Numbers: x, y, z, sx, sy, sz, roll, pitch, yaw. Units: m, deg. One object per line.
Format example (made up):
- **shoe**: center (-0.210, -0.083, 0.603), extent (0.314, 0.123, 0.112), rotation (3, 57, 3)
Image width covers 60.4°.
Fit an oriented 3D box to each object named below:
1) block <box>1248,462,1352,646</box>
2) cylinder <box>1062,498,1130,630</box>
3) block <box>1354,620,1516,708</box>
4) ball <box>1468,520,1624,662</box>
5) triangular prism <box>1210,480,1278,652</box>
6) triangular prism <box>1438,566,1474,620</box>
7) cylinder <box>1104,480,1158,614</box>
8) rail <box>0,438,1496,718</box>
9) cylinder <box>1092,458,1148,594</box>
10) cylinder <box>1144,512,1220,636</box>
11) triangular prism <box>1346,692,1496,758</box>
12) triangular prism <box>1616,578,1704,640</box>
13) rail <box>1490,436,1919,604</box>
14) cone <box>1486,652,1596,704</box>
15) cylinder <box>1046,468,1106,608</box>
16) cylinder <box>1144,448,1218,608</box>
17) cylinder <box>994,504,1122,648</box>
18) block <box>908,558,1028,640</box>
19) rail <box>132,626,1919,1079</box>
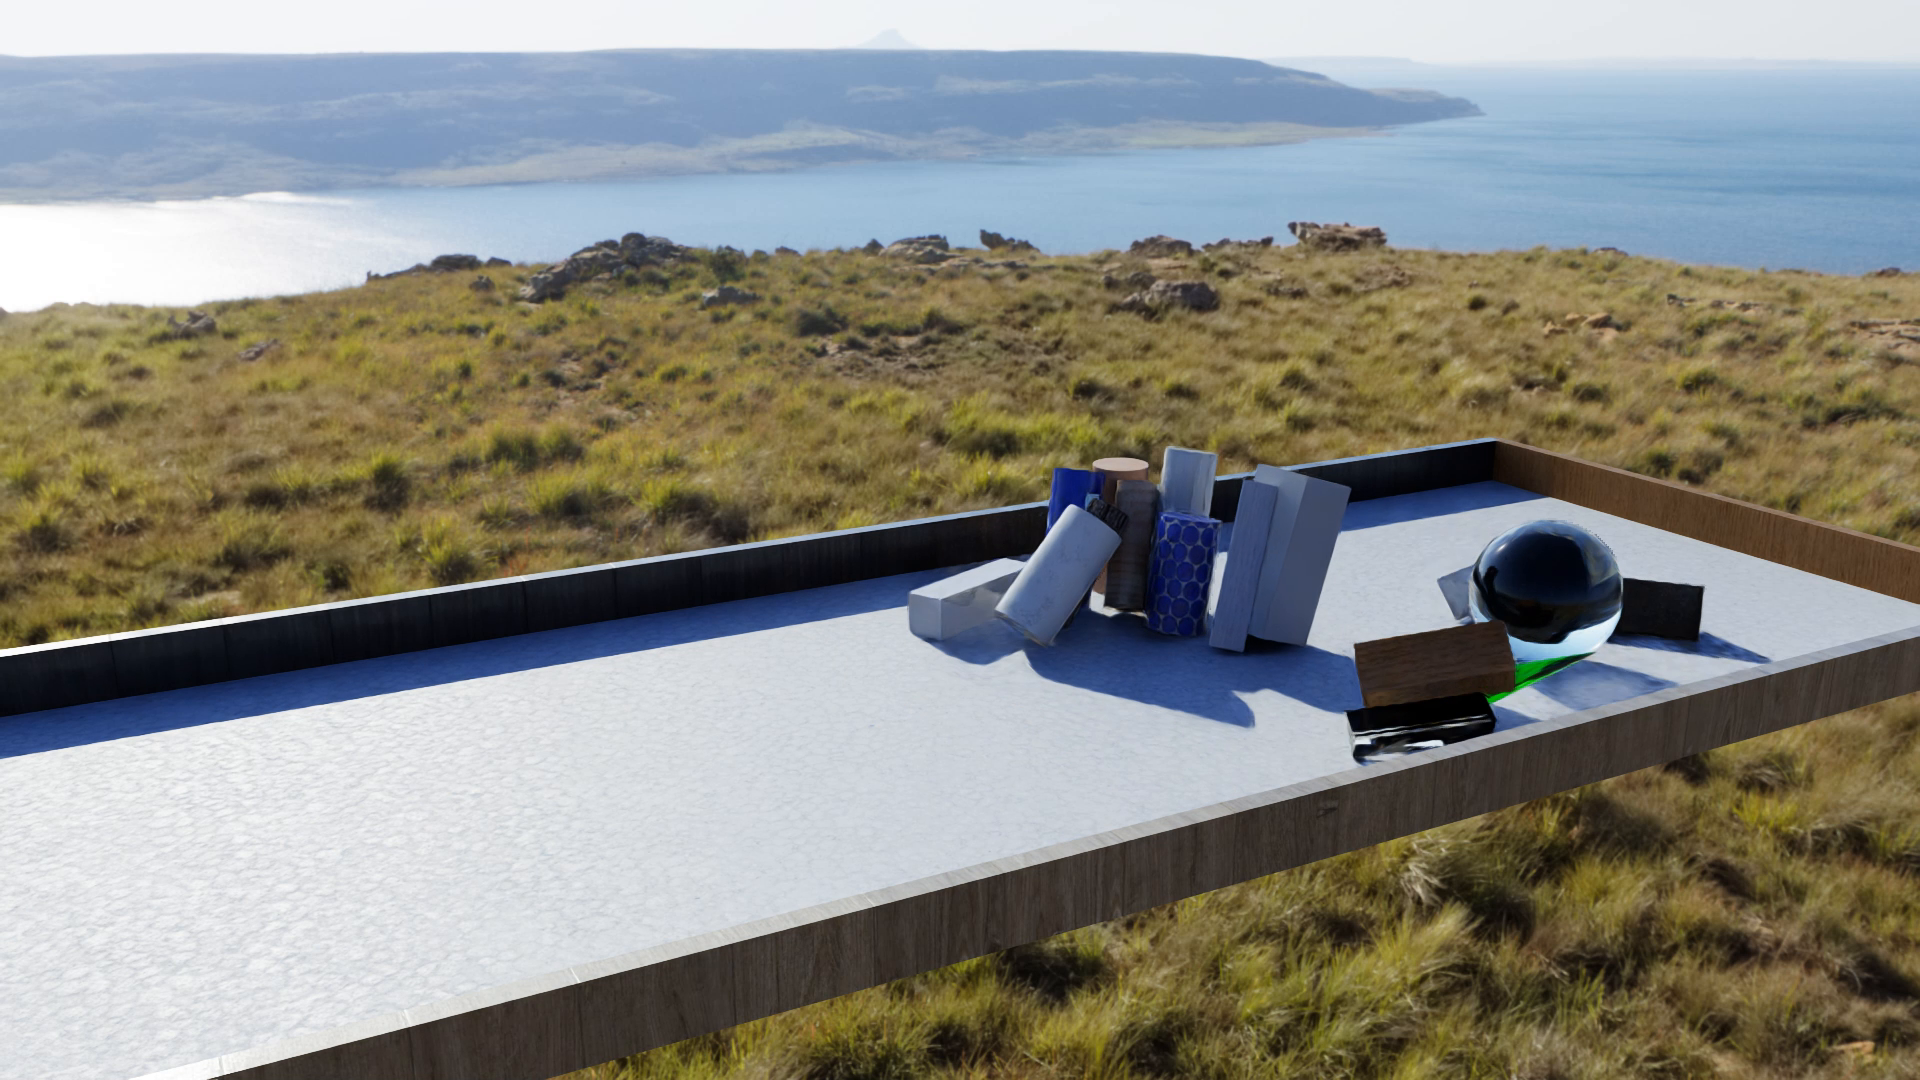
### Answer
- **block**: center (0.857, 0.039, 4.386), extent (0.178, 0.437, 0.178), rotation (11, 7, -38)
- **cylinder**: center (0.330, 0.065, 4.524), extent (0.118, 0.347, 0.118), rotation (29, -9, 5)
- **block**: center (1.088, 0.292, 3.787), extent (0.336, 0.126, 0.126), rotation (-10, -30, 11)
- **ball**: center (1.497, 0.138, 4.221), extent (0.375, 0.375, 0.375), rotation (0, 16, 0)
- **triangular prism**: center (0.736, 0.066, 4.350), extent (0.095, 0.444, 0.082), rotation (12, 1, -8)
- **triangular prism**: center (1.542, 0.105, 4.698), extent (0.442, 0.126, 0.109), rotation (-15, -13, -43)
- **cylinder**: center (0.478, 0.019, 4.626), extent (0.114, 0.360, 0.114), rotation (7, -8, 1)
- **rail**: center (-3.305, 0.497, 3.399), extent (12.000, 0.150, 0.050), rotation (-9, 18, -27)
- **cylinder**: center (0.465, -0.040, 4.826), extent (0.163, 0.375, 0.163), rotation (0, 16, 0)
- **cylinder**: center (0.600, 0.090, 4.455), extent (0.165, 0.308, 0.165), rotation (7, 8, -1)
- **triangular prism**: center (1.018, 0.400, 3.660), extent (0.305, 0.105, 0.091), rotation (-9, 58, 4)
- **triangular prism**: center (1.800, 0.166, 4.520), extent (0.425, 0.132, 0.153), rotation (7, 13, 22)
- **rail**: center (2.466, -0.048, 5.253), extent (0.050, 0.150, 2.100), rotation (-9, 18, -27)
- **cone**: center (1.300, 0.316, 3.836), extent (0.376, 0.121, 0.121), rotation (-19, 13, 12)
- **cylinder**: center (0.316, -0.007, 4.659), extent (0.149, 0.379, 0.149), rotation (7, 1, 0)
- **cylinder**: center (0.615, -0.026, 4.606), extent (0.147, 0.450, 0.147), rotation (7, 6, -1)
- **cylinder**: center (0.260, 0.095, 4.374), extent (0.172, 0.345, 0.172), rotation (35, -7, 5)
- **block**: center (0.038, 0.161, 4.598), extent (0.114, 0.114, 0.415), rotation (11, 19, 39)
- **rail**: center (-2.336, 1.006, 1.665), extent (12.000, 0.150, 0.050), rotation (-9, 18, -27)
